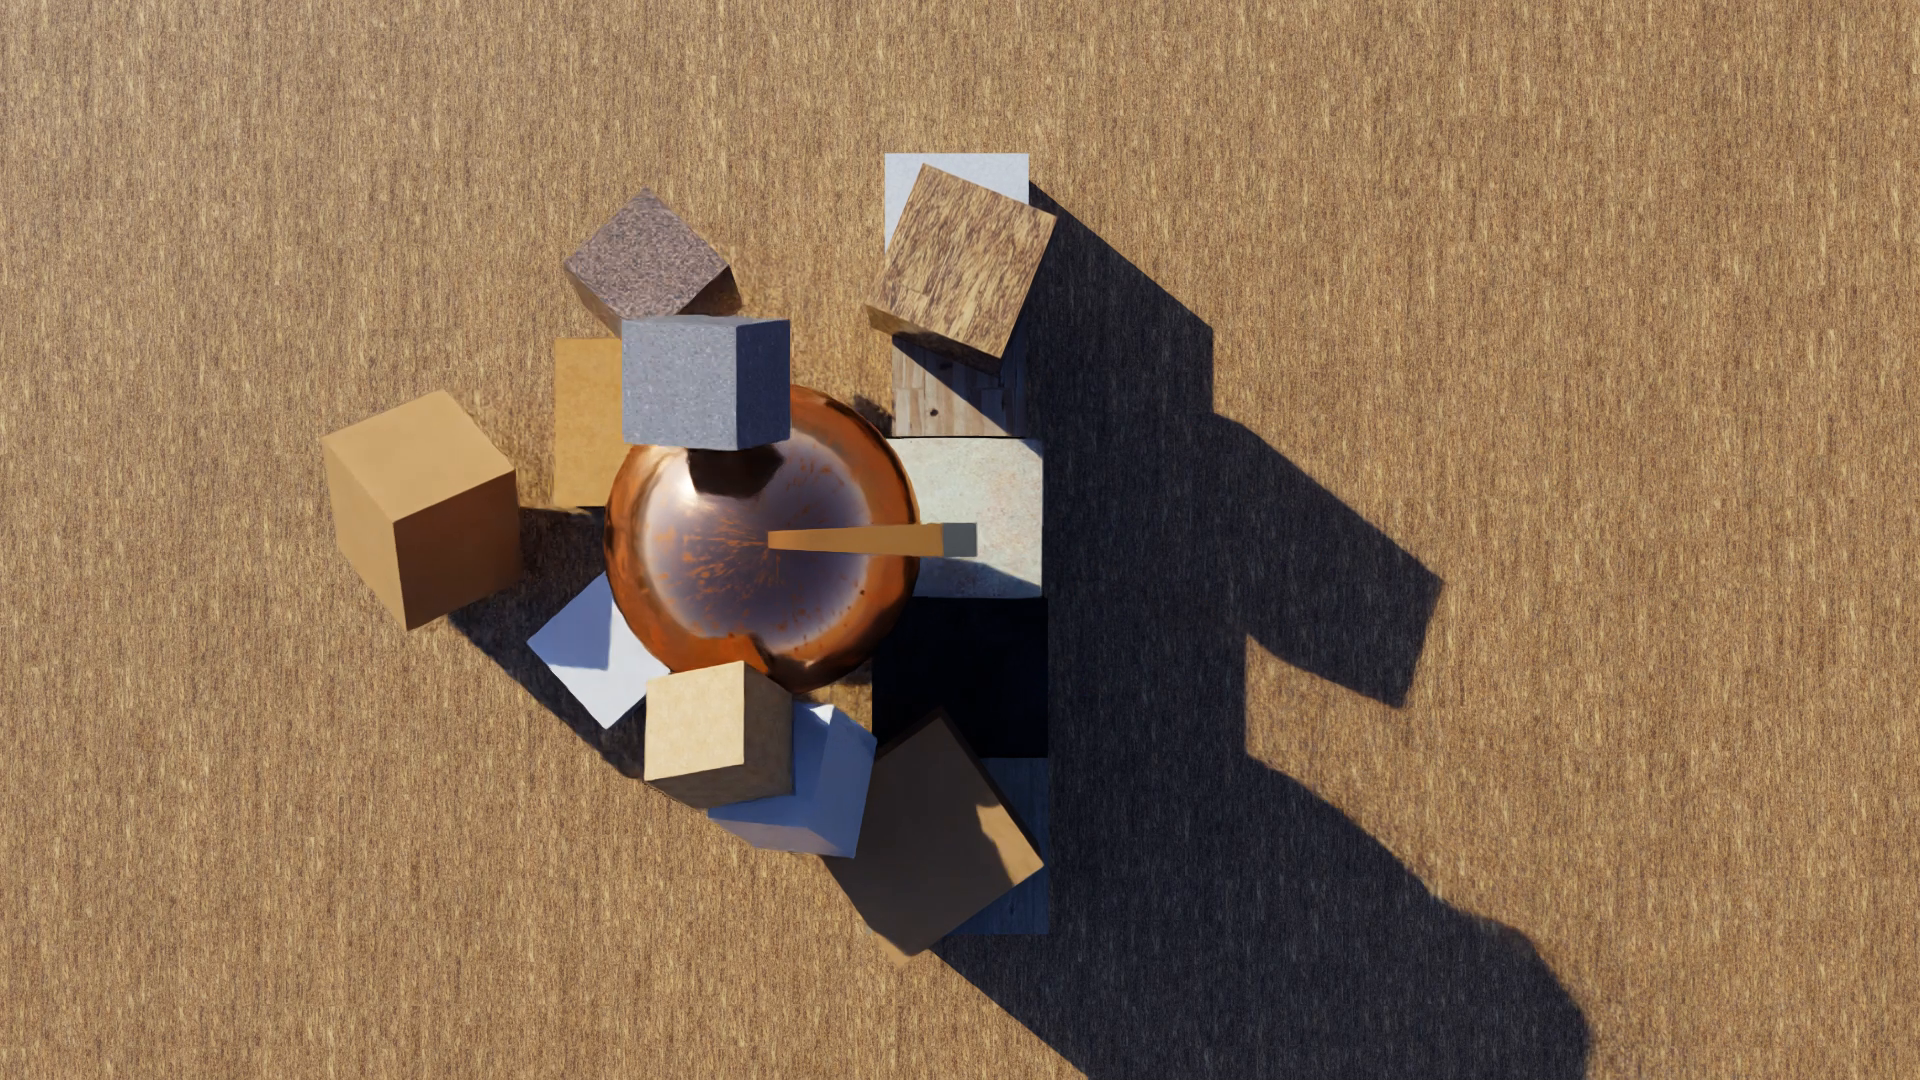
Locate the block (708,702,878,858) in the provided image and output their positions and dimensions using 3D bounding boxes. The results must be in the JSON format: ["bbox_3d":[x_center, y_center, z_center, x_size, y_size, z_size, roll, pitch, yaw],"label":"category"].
[{"bbox_3d":[-0.822,1.180,10.912,0.548,0.570,0.620,2,69,23],"label":"block"}]

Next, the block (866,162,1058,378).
[{"bbox_3d":[0.009,-1.424,11.779,0.757,0.814,0.796,22,87,1],"label":"block"}]

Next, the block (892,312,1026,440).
[{"bbox_3d":[-0.006,-0.985,12.592,0.740,0.815,0.816,0,90,0],"label":"block"}]

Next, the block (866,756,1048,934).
[{"bbox_3d":[-0.015,1.670,12.494,0.999,1.012,0.962,0,90,0],"label":"block"}]

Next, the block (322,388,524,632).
[{"bbox_3d":[-2.994,-0.170,12.310,0.741,0.867,0.785,-27,54,-29],"label":"block"}]

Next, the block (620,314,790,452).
[{"bbox_3d":[-1.165,-0.733,10.127,0.600,0.498,0.558,5,101,24],"label":"block"}]

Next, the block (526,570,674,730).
[{"bbox_3d":[-1.936,0.570,12.664,0.742,0.672,0.668,-42,90,0],"label":"block"}]

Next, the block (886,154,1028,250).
[{"bbox_3d":[-0.017,-1.777,12.616,0.799,0.767,0.747,0,90,0],"label":"block"}]

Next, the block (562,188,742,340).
[{"bbox_3d":[-1.649,-1.377,11.880,0.644,0.572,0.609,43,79,13],"label":"block"}]

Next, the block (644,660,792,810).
[{"bbox_3d":[-1.149,0.941,10.520,0.520,0.499,0.510,-12,63,20],"label":"block"}]

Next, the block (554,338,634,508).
[{"bbox_3d":[-1.759,-0.645,12.553,0.940,0.893,0.918,0,90,0],"label":"block"}]

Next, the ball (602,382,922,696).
[{"bbox_3d":[-0.986,0.000,11.038,1.600,1.600,1.600,0,90,0],"label":"ball"}]

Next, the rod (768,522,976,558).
[{"bbox_3d":[-0.427,0.000,7.685,0.080,5.200,0.080,0,90,-9],"label":"rod"}]

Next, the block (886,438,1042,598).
[{"bbox_3d":[0.001,-0.121,12.571,0.899,0.852,0.879,1,90,0],"label":"block"}]

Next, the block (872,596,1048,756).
[{"bbox_3d":[0.002,0.752,12.525,0.961,0.951,0.855,0,90,0],"label":"block"}]

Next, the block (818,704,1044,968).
[{"bbox_3d":[-0.208,1.534,11.567,0.906,0.841,0.920,-35,90,0],"label":"block"}]
